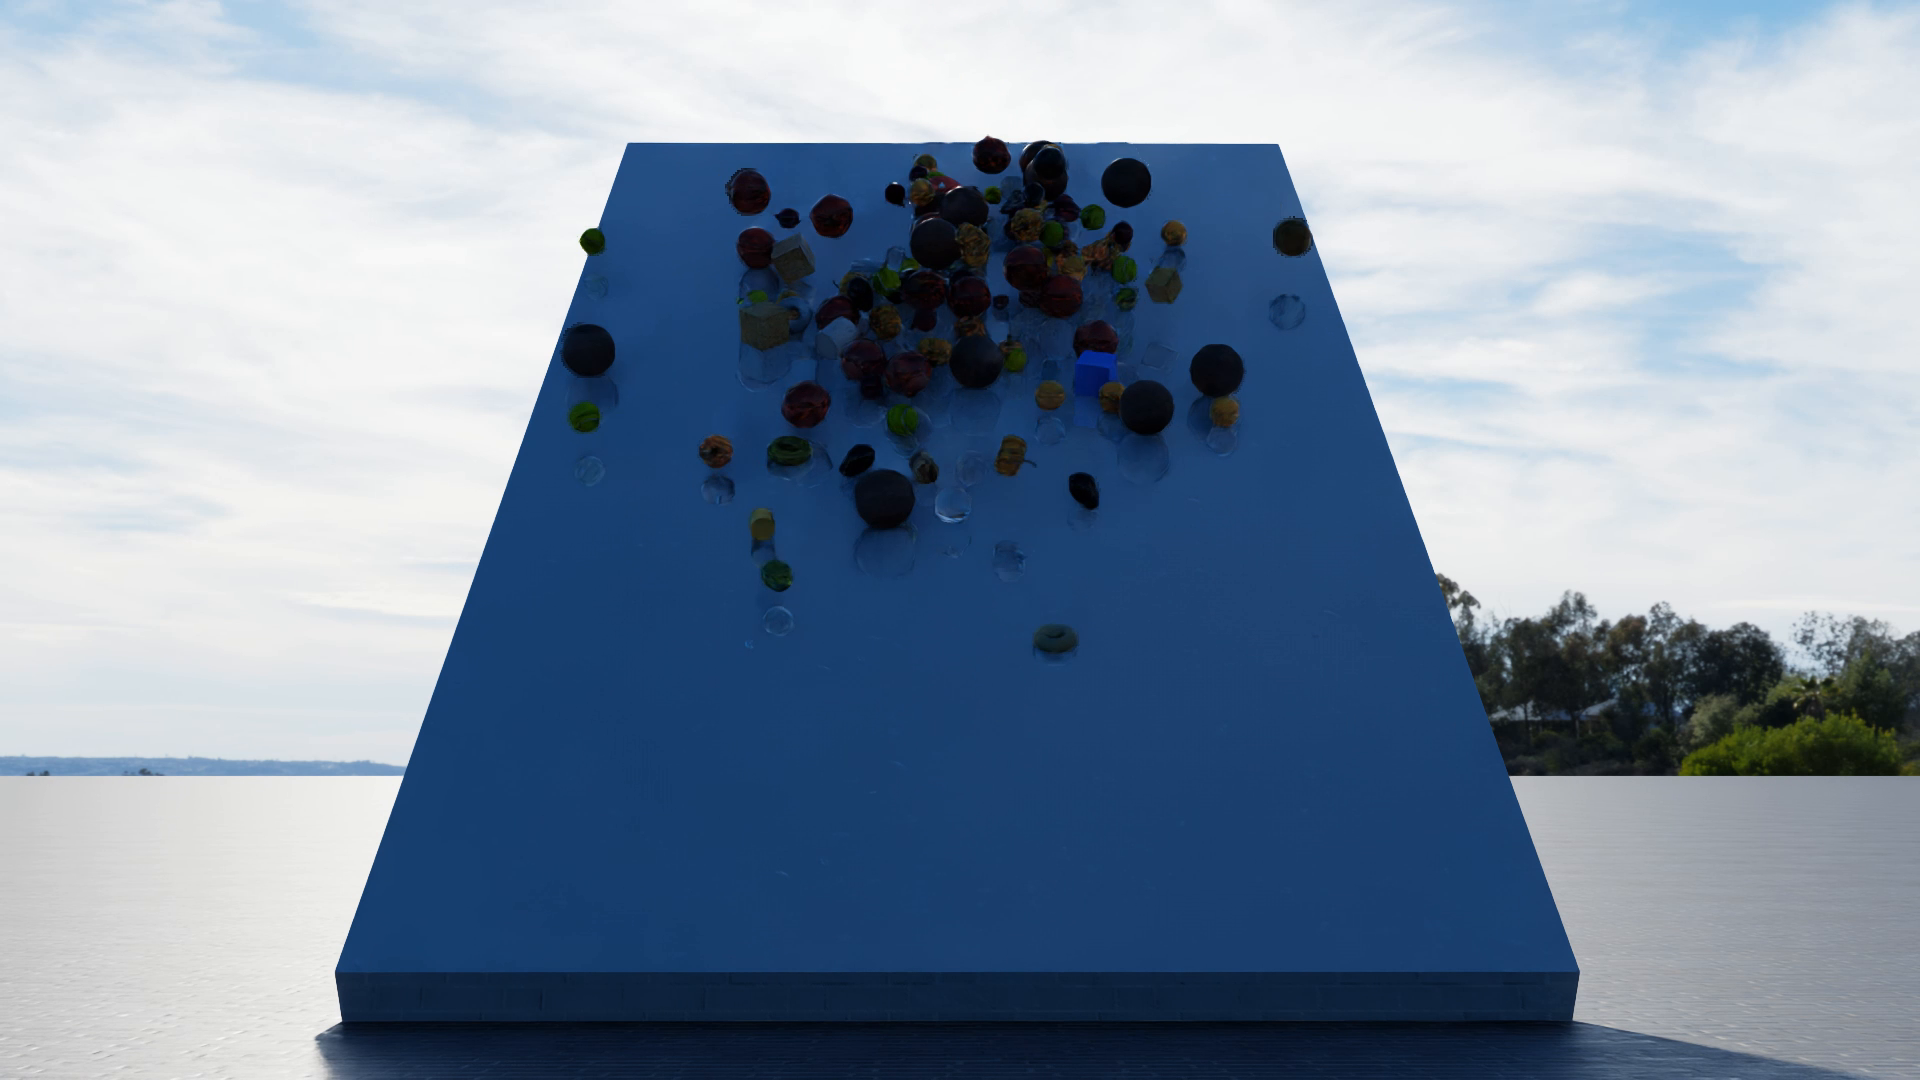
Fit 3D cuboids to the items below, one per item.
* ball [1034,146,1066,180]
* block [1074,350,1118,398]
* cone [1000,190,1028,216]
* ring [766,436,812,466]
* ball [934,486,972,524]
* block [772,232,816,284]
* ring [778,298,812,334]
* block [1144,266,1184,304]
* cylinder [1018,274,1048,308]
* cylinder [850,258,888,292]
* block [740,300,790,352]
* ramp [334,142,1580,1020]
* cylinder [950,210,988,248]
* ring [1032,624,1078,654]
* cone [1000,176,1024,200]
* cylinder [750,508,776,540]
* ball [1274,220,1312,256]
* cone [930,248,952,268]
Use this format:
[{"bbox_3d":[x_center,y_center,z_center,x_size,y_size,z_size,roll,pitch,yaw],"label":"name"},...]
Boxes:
[{"bbox_3d":[0.238,-0.991,6.309,0.087,0.087,0.087,0,-5,0],"label":"ball"},{"bbox_3d":[0.328,-0.399,5.765,0.082,0.082,0.082,9,30,16],"label":"block"},{"bbox_3d":[0.138,-0.930,6.704,0.079,0.079,0.079,-27,7,-25],"label":"cone"},{"bbox_3d":[-0.388,-0.203,5.450,0.106,0.035,0.106,3,30,-2],"label":"ring"},{"bbox_3d":[-0.015,-0.075,5.168,0.082,0.082,0.082,0,-5,0],"label":"ball"},{"bbox_3d":[-0.442,-0.748,6.361,0.085,0.085,0.085,-22,32,13],"label":"block"},{"bbox_3d":[-0.422,-0.569,6.055,0.100,0.100,0.033,-1,-20,5],"label":"ring"},{"bbox_3d":[0.519,-0.650,6.101,0.062,0.062,0.062,14,-33,35],"label":"block"},{"bbox_3d":[0.190,-0.647,6.209,0.066,0.066,0.066,12,-23,5],"label":"cylinder"},{"bbox_3d":[-0.240,-0.699,6.312,0.083,0.083,0.083,7,-4,13],"label":"cylinder"},{"bbox_3d":[-0.491,-0.538,6.010,0.087,0.087,0.087,-24,37,-37],"label":"block"},{"bbox_3d":[-0.012,-0.219,5.624,2.000,0.100,4.000,0,29,0],"label":"ramp"},{"bbox_3d":[0.025,-0.853,6.556,0.074,0.074,0.074,-33,-19,-13],"label":"cylinder"},{"bbox_3d":[0.188,0.194,4.732,0.090,0.030,0.090,-1,28,0],"label":"ring"},{"bbox_3d":[0.168,-1.020,6.927,0.078,0.078,0.078,-3,12,27],"label":"cone"},{"bbox_3d":[-0.422,-0.033,5.106,0.053,0.053,0.053,1,23,-8],"label":"cylinder"},{"bbox_3d":[0.886,-0.805,6.376,0.098,0.098,0.098,0,-5,0],"label":"ball"},{"bbox_3d":[-0.039,-0.774,6.458,0.060,0.060,0.060,-5,28,43],"label":"cone"}]
